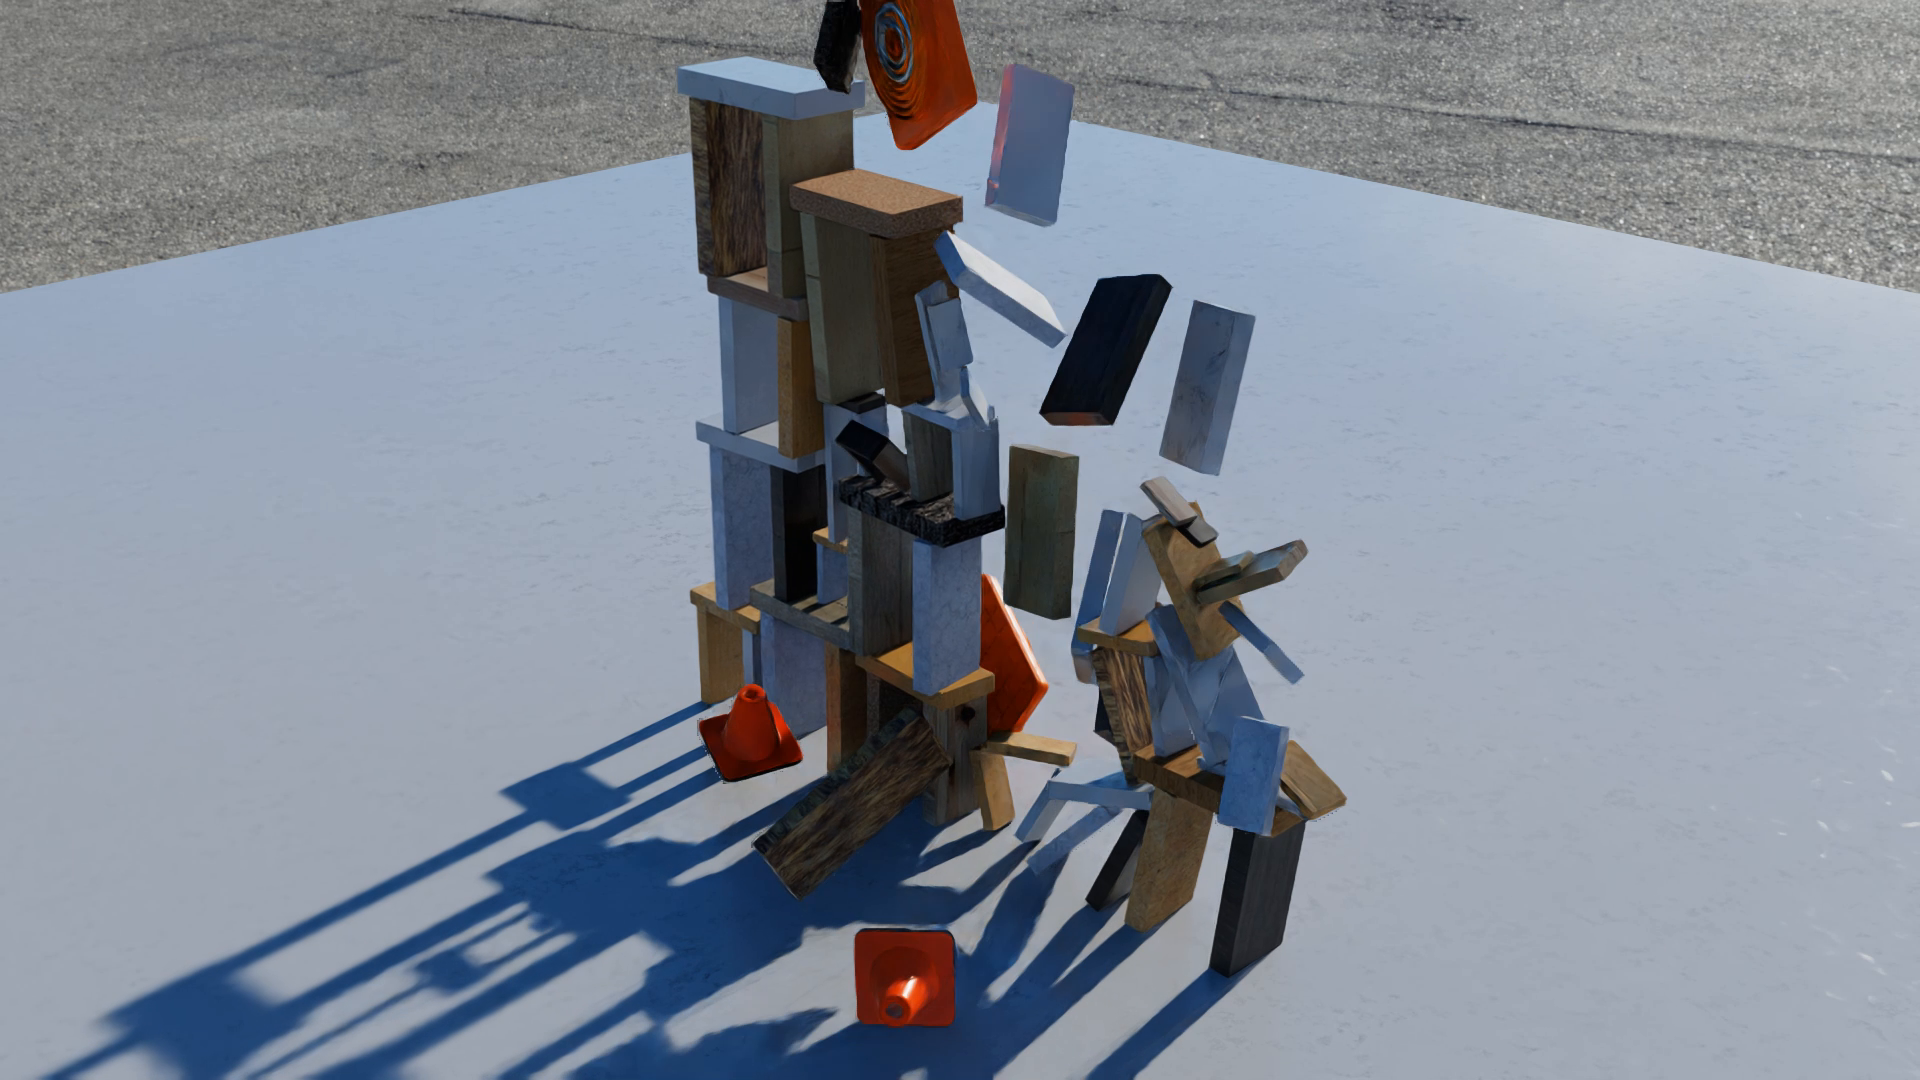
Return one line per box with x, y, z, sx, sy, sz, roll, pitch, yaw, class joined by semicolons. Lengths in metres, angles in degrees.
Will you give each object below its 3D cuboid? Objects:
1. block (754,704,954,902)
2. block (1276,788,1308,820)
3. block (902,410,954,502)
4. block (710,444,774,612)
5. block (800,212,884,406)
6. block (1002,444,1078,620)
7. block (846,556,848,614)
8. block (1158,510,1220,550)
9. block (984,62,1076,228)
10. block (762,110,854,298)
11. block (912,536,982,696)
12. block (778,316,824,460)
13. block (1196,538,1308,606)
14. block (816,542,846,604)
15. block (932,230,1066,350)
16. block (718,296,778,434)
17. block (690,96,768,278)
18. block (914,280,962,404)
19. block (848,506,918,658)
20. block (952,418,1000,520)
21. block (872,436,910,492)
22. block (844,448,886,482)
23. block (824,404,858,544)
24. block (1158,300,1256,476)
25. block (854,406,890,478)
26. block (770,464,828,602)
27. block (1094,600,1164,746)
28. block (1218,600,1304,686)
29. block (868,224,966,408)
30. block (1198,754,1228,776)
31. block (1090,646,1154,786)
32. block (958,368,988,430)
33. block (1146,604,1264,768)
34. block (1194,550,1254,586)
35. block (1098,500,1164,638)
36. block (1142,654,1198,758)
-0.199;0.497;4.166;0.396;0.150;0.043;-41;38;-13;block
0.566;0.434;3.786;0.074;0.021;0.148;-20;30;-39;block
-0.058;-0.172;4.207;0.091;0.182;0.026;-21;27;-33;block
-0.459;-0.050;4.710;0.042;0.384;0.148;21;31;40;block
-0.214;-0.464;4.252;0.162;0.377;0.046;-21;28;-35;block
0.153;-0.017;4.202;0.044;0.311;0.156;-6;14;-36;block
-0.200;0.085;4.487;0.067;0.134;0.019;-21;31;-41;block
0.393;-0.030;3.777;0.050;0.014;0.099;-26;62;-40;block
0.126;-0.711;3.968;0.132;0.265;0.037;14;-11;-31;block
-0.289;-0.657;4.251;0.176;0.353;0.050;-17;28;-35;block
-0.025;0.128;4.260;0.045;0.315;0.157;17;28;34;block
-0.295;-0.317;4.371;0.041;0.286;0.143;22;31;38;block
0.497;0.056;3.752;0.187;0.027;0.094;-22;15;45;block
-0.264;0.061;4.545;0.067;0.134;0.019;-21;31;-41;block
0.073;-0.457;4.013;0.265;0.037;0.132;29;24;-37;block
-0.423;-0.374;4.507;0.041;0.286;0.143;20;30;39;block
-0.446;-0.716;4.391;0.176;0.353;0.050;-21;29;-40;block
-0.034;-0.361;4.026;0.060;0.226;0.017;-33;39;-29;block
-0.148;0.064;4.409;0.158;0.315;0.045;-18;29;-37;block
0.030;-0.135;4.128;0.091;0.182;0.026;-16;24;-35;block
-0.126;-0.146;4.239;0.053;0.106;0.015;-52;29;-10;block
-0.173;-0.167;4.286;0.053;0.106;0.015;-53;29;-11;block
-0.238;-0.143;4.421;0.067;0.300;0.019;-21;29;-41;block
0.474;-0.294;4.229;0.044;0.311;0.156;7;11;-27;block
-0.172;-0.198;4.330;0.067;0.135;0.019;-21;27;-35;block
-0.317;-0.034;4.560;0.148;0.297;0.042;-19;29;-38;block
0.333;0.250;4.129;0.043;0.150;0.301;-14;54;39;block
0.512;0.174;3.758;0.027;0.094;0.187;-44;27;2;block
-0.076;-0.425;4.085;0.162;0.324;0.046;-23;29;-34;block
0.494;0.394;3.836;0.074;0.021;0.148;-19;20;-37;block
0.308;0.311;4.020;0.026;0.259;0.093;-10;9;41;block
0.025;-0.256;4.004;0.017;0.121;0.060;-11;62;13;block
0.438;0.244;3.859;0.123;0.291;0.035;-14;-15;-28;block
0.453;0.048;3.775;0.099;0.014;0.050;-22;15;42;block
0.321;0.044;3.899;0.035;0.247;0.123;31;36;28;block
0.380;0.284;3.928;0.093;0.186;0.026;-18;17;-36;block
